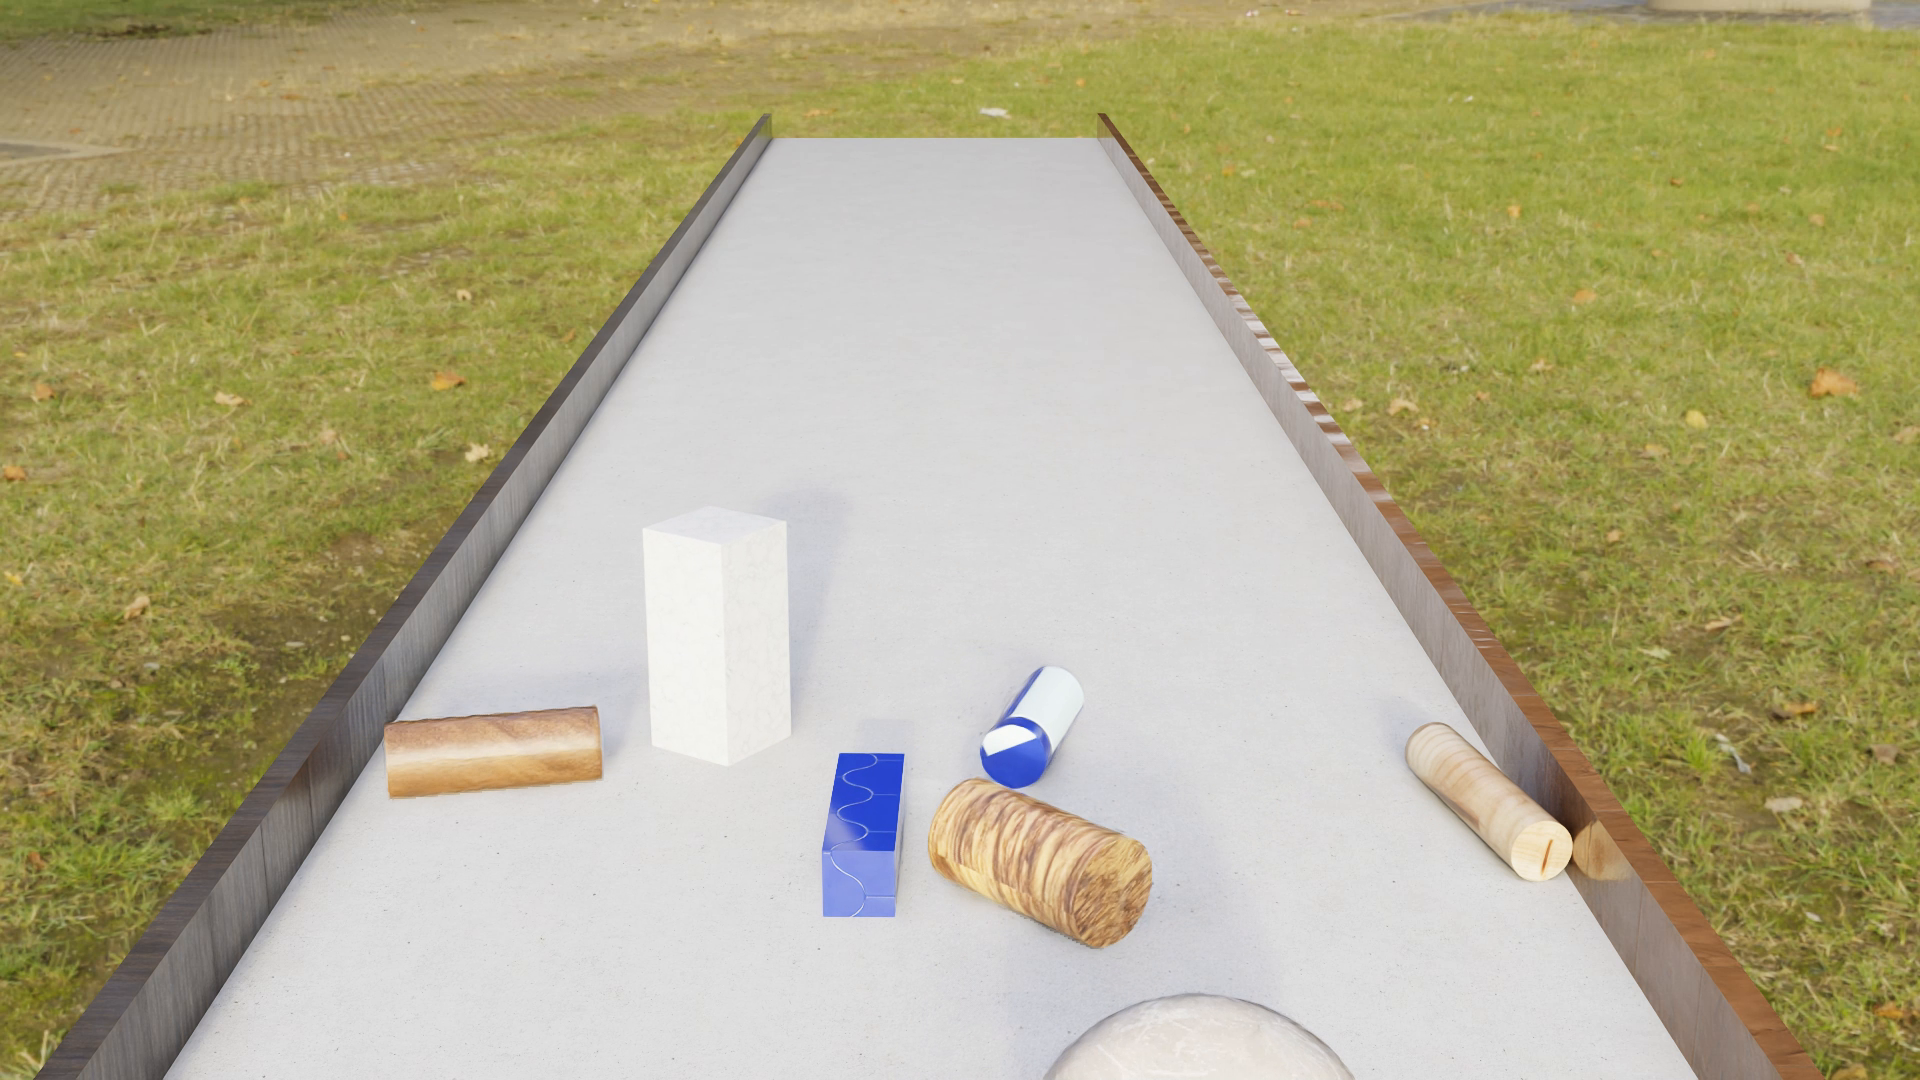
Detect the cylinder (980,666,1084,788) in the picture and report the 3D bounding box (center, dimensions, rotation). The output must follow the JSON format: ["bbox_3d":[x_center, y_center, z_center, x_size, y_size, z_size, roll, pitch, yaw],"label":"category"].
[{"bbox_3d":[0.132,0.329,3.916,0.116,0.116,0.308,4,17,15],"label":"cylinder"}]

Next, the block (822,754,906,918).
[{"bbox_3d":[-0.149,0.461,3.484,0.109,0.109,0.386,0,17,1],"label":"block"}]

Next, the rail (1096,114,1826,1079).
[{"bbox_3d":[0.932,-0.844,7.801,0.050,0.150,12.000,0,17,-1],"label":"rail"}]

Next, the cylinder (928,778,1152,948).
[{"bbox_3d":[0.118,0.482,3.315,0.167,0.167,0.311,-15,22,-41],"label":"cylinder"}]

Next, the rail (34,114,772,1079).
[{"bbox_3d":[-1.118,-0.838,7.780,0.050,0.150,12.000,0,17,-1],"label":"rail"}]

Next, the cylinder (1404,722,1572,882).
[{"bbox_3d":[0.863,0.424,3.621,0.102,0.102,0.430,-3,17,-11],"label":"cylinder"}]

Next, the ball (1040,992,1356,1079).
[{"bbox_3d":[0.249,0.671,2.280,0.394,0.394,0.394,0,17,0],"label":"ball"}]

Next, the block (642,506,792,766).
[{"bbox_3d":[-0.433,0.169,3.942,0.179,0.409,0.179,11,20,33],"label":"block"}]

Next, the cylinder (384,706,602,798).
[{"bbox_3d":[-0.801,0.363,3.782,0.357,0.128,0.128,-4,17,-13],"label":"cylinder"}]
